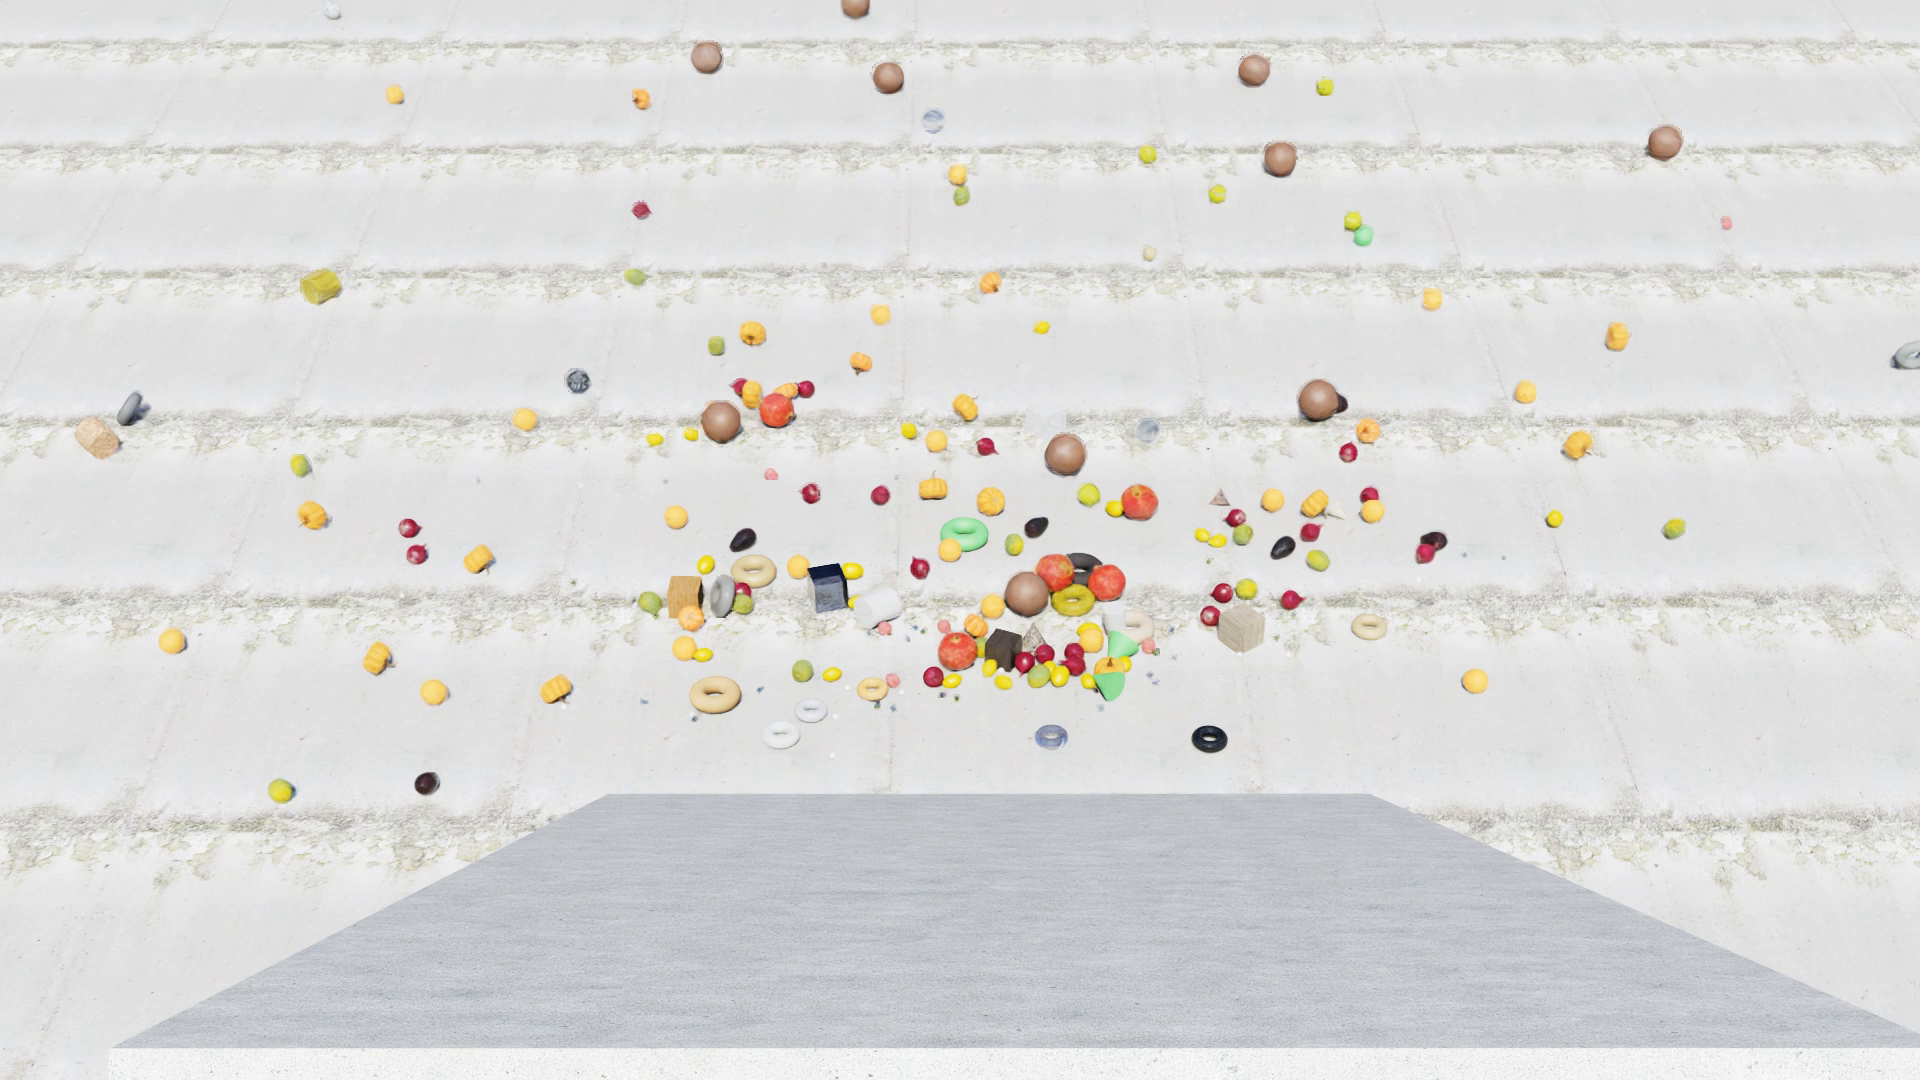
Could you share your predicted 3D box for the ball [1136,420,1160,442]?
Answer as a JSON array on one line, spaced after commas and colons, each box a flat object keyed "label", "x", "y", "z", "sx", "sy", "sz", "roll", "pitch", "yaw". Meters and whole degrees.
[{"label": "ball", "x": 0.606, "y": -0.352, "z": 8.371, "sx": 0.075, "sy": 0.075, "sz": 0.075, "roll": 0, "pitch": 35, "yaw": 0}]

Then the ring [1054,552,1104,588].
[{"label": "ring", "x": 0.357, "y": 0.091, "z": 7.750, "sx": 0.148, "sy": 0.049, "sz": 0.148, "roll": 1, "pitch": 36, "yaw": -1}]

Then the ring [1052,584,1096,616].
[{"label": "ring", "x": 0.333, "y": 0.177, "z": 7.629, "sx": 0.131, "sy": 0.044, "sz": 0.131, "roll": -3, "pitch": 36, "yaw": 2}]

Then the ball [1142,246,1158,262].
[{"label": "ball", "x": 0.687, "y": -1.034, "z": 9.381, "sx": 0.054, "sy": 0.054, "sz": 0.054, "roll": 0, "pitch": 35, "yaw": 0}]

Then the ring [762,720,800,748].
[{"label": "ring", "x": -0.491, "y": 0.533, "z": 7.120, "sx": 0.106, "sy": 0.035, "sz": 0.106, "roll": -1, "pitch": 34, "yaw": 1}]

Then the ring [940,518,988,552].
[{"label": "ring", "x": 0.013, "y": -0.018, "z": 7.908, "sx": 0.149, "sy": 0.050, "sz": 0.149, "roll": 0, "pitch": 33, "yaw": 0}]

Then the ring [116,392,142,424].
[{"label": "ring", "x": -2.706, "y": -0.427, "z": 8.458, "sx": 0.040, "sy": 0.120, "sz": 0.120, "roll": 33, "pitch": 33, "yaw": -13}]

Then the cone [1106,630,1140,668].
[{"label": "cone", "x": 0.443, "y": 0.328, "z": 7.410, "sx": 0.099, "sy": 0.099, "sz": 0.099, "roll": 24, "pitch": 68, "yaw": 31}]

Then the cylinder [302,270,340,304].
[{"label": "cylinder", "x": -2.247, "y": -0.890, "z": 9.133, "sx": 0.094, "sy": 0.094, "sz": 0.094, "roll": 25, "pitch": 41, "yaw": 31}]

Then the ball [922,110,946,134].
[{"label": "ball", "x": -0.104, "y": -1.651, "z": 10.241, "sx": 0.094, "sy": 0.094, "sz": 0.094, "roll": 0, "pitch": 35, "yaw": 0}]

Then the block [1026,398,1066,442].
[{"label": "block", "x": 0.279, "y": -0.390, "z": 8.411, "sx": 0.092, "sy": 0.092, "sz": 0.092, "roll": 29, "pitch": 44, "yaw": 35}]

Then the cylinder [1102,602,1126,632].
[{"label": "cylinder", "x": 0.445, "y": 0.220, "z": 7.468, "sx": 0.063, "sy": 0.063, "sz": 0.063, "roll": -5, "pitch": 36, "yaw": 4}]

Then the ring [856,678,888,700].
[{"label": "ring", "x": -0.246, "y": 0.418, "z": 7.292, "sx": 0.089, "sy": 0.030, "sz": 0.089, "roll": -1, "pitch": 35, "yaw": 1}]

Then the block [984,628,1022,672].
[{"label": "block", "x": 0.124, "y": 0.315, "z": 7.397, "sx": 0.081, "sy": 0.081, "sz": 0.081, "roll": 15, "pitch": 37, "yaw": 20}]

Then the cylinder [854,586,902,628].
[{"label": "cylinder", "x": -0.240, "y": 0.195, "z": 7.555, "sx": 0.098, "sy": 0.098, "sz": 0.098, "roll": -24, "pitch": 41, "yaw": -31}]

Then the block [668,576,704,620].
[{"label": "block", "x": -0.804, "y": 0.168, "z": 7.602, "sx": 0.090, "sy": 0.090, "sz": 0.090, "roll": 2, "pitch": 35, "yaw": 2}]

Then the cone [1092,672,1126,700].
[{"label": "cone", "x": 0.401, "y": 0.394, "z": 7.282, "sx": 0.088, "sy": 0.088, "sz": 0.088, "roll": 24, "pitch": 41, "yaw": 39}]

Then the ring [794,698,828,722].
[{"label": "ring", "x": -0.414, "y": 0.473, "z": 7.211, "sx": 0.093, "sy": 0.031, "sz": 0.093, "roll": 1, "pitch": 33, "yaw": -1}]

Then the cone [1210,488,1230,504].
[{"label": "cone", "x": 0.799, "y": -0.124, "z": 8.081, "sx": 0.060, "sy": 0.060, "sz": 0.060, "roll": -27, "pitch": 35, "yaw": 8}]

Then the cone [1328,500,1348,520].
[{"label": "cone", "x": 1.176, "y": -0.081, "z": 8.019, "sx": 0.061, "sy": 0.061, "sz": 0.061, "roll": -32, "pitch": 72, "yaw": -38}]

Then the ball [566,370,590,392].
[{"label": "ball", "x": -1.268, "y": -0.527, "z": 8.622, "sx": 0.077, "sy": 0.077, "sz": 0.077, "roll": 0, "pitch": 35, "yaw": 0}]

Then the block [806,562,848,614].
[{"label": "block", "x": -0.390, "y": 0.141, "z": 7.634, "sx": 0.098, "sy": 0.098, "sz": 0.098, "roll": -10, "pitch": 36, "yaw": -14}]

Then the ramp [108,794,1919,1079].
[{"label": "ramp", "x": 0.076, "y": 0.659, "z": 4.815, "sx": 2.000, "sy": 0.100, "sz": 4.000, "roll": 0, "pitch": -2, "yaw": 0}]

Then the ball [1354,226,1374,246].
[{"label": "ball", "x": 1.473, "y": -1.106, "z": 9.470, "sx": 0.072, "sy": 0.072, "sz": 0.072, "roll": 0, "pitch": 35, "yaw": 0}]

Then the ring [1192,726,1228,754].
[{"label": "ring", "x": 0.683, "y": 0.545, "z": 7.105, "sx": 0.101, "sy": 0.034, "sz": 0.101, "roll": 1, "pitch": 35, "yaw": -1}]

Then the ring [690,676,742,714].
[{"label": "ring", "x": -0.684, "y": 0.432, "z": 7.255, "sx": 0.146, "sy": 0.049, "sz": 0.146, "roll": 0, "pitch": 33, "yaw": 0}]

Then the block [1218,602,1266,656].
[{"label": "block", "x": 0.810, "y": 0.255, "z": 7.472, "sx": 0.093, "sy": 0.093, "sz": 0.093, "roll": -22, "pitch": 40, "yaw": -29}]

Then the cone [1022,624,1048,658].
[{"label": "cone", "x": 0.210, "y": 0.274, "z": 7.447, "sx": 0.092, "sy": 0.092, "sz": 0.092, "roll": 0, "pitch": 35, "yaw": 0}]

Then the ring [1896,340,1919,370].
[{"label": "ring", "x": 3.202, "y": -0.620, "z": 8.721, "sx": 0.120, "sy": 0.120, "sz": 0.040, "roll": -2, "pitch": 49, "yaw": -3}]

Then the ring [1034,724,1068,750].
[{"label": "ring", "x": 0.251, "y": 0.540, "z": 7.114, "sx": 0.095, "sy": 0.032, "sz": 0.095, "roll": -1, "pitch": 34, "yaw": 1}]

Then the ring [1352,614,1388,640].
[{"label": "ring", "x": 1.187, "y": 0.252, "z": 7.529, "sx": 0.104, "sy": 0.035, "sz": 0.104, "roll": 0, "pitch": 36, "yaw": 0}]

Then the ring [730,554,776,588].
[{"label": "ring", "x": -0.616, "y": 0.093, "z": 7.750, "sx": 0.139, "sy": 0.046, "sz": 0.139, "roll": 0, "pitch": 36, "yaw": 0}]

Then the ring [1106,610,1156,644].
[{"label": "ring", "x": 0.492, "y": 0.254, "z": 7.515, "sx": 0.146, "sy": 0.049, "sz": 0.146, "roll": 0, "pitch": 33, "yaw": 0}]

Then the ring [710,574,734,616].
[{"label": "ring", "x": -0.696, "y": 0.162, "z": 7.591, "sx": 0.042, "sy": 0.126, "sz": 0.126, "roll": 11, "pitch": 29, "yaw": -25}]

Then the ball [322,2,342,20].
[{"label": "ball", "x": -2.701, "y": -2.277, "z": 11.166, "sx": 0.076, "sy": 0.076, "sz": 0.076, "roll": 0, "pitch": 35, "yaw": 0}]
